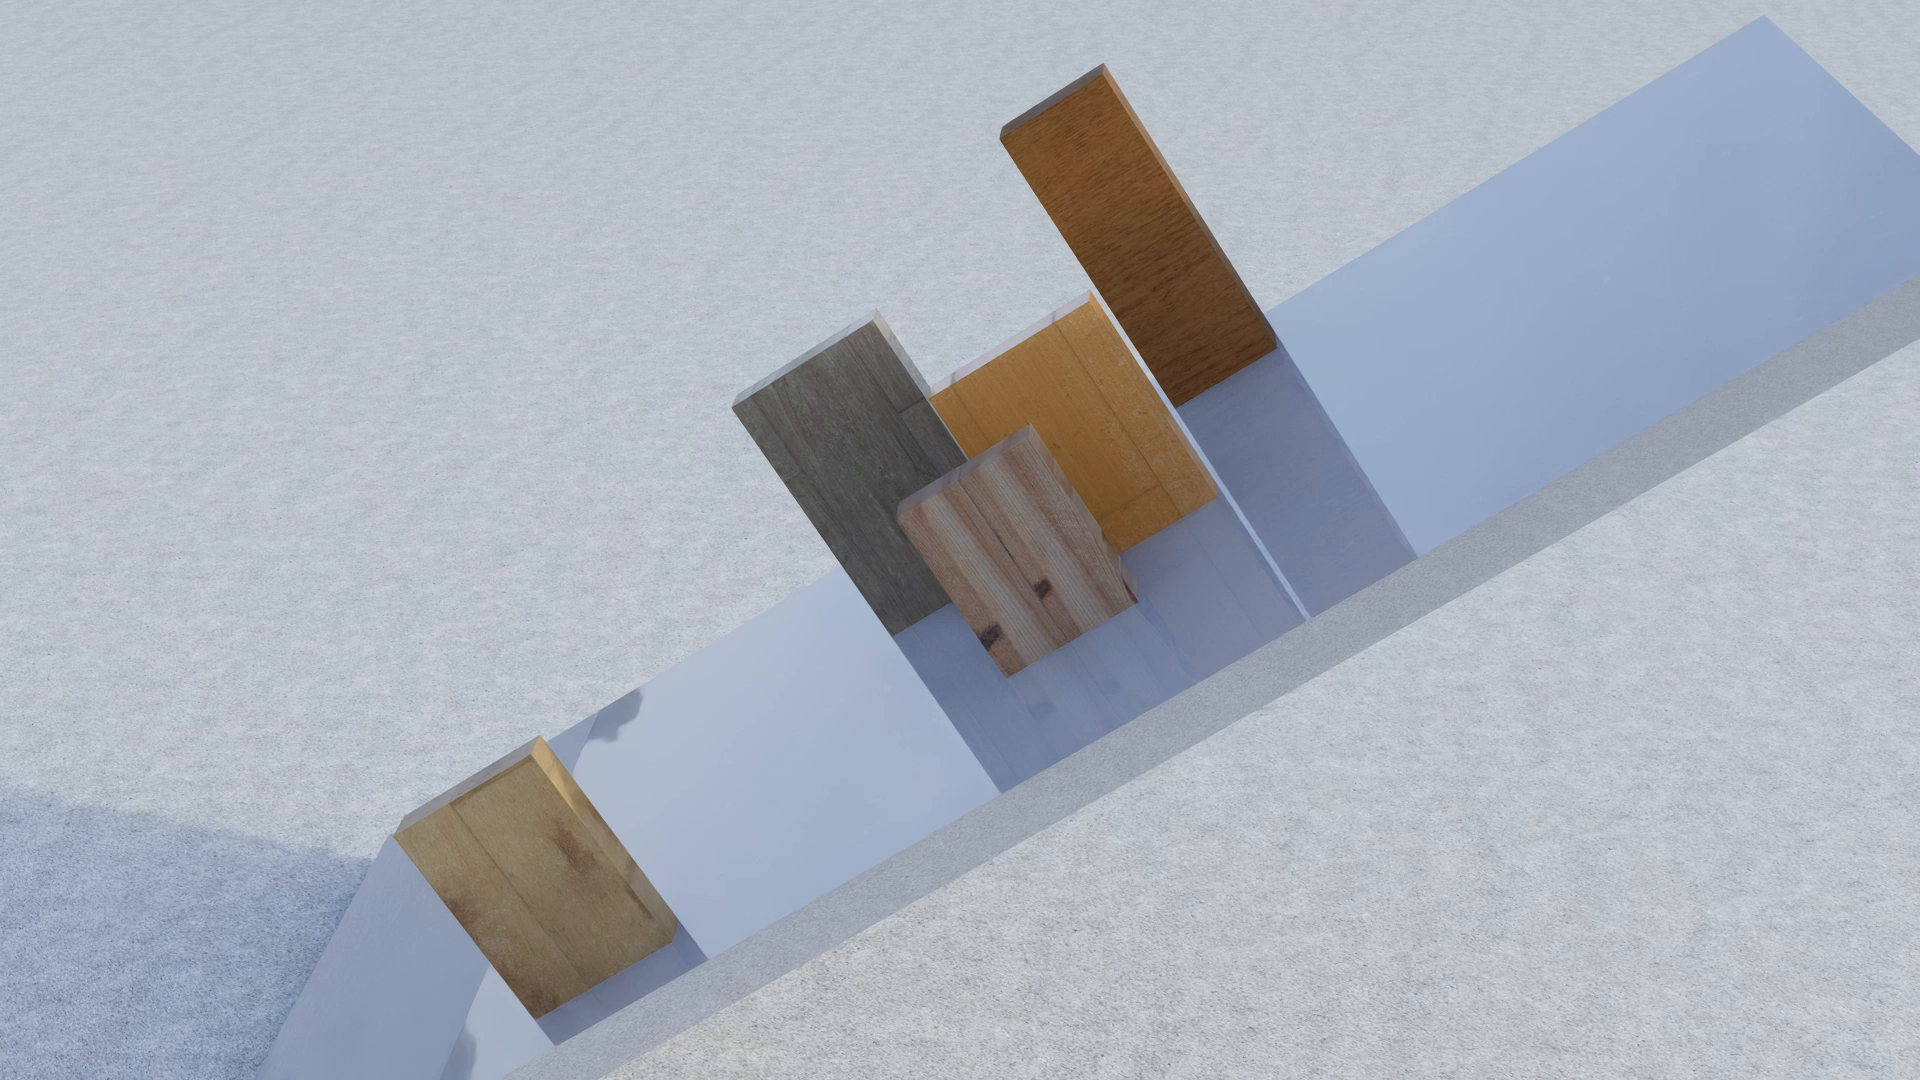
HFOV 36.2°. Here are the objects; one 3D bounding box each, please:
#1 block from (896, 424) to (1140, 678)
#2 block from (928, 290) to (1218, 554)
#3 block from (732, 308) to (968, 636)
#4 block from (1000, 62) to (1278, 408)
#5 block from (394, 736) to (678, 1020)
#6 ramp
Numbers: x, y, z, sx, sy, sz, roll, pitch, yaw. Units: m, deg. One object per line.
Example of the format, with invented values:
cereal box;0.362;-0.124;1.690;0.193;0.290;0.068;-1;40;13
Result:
block;0.116;0.023;5.829;0.312;0.401;0.095;-31;15;14
block;0.236;-0.205;6.096;0.390;0.495;0.091;-31;15;14
block;-0.167;-0.144;6.495;0.373;0.634;0.095;-31;15;14
block;0.412;-0.694;6.742;0.275;0.750;0.133;-31;15;14
block;-0.821;0.659;5.719;0.331;0.468;0.091;-31;15;14
ramp;0.140;0.170;6.295;4.000;0.100;2.000;-31;15;14
